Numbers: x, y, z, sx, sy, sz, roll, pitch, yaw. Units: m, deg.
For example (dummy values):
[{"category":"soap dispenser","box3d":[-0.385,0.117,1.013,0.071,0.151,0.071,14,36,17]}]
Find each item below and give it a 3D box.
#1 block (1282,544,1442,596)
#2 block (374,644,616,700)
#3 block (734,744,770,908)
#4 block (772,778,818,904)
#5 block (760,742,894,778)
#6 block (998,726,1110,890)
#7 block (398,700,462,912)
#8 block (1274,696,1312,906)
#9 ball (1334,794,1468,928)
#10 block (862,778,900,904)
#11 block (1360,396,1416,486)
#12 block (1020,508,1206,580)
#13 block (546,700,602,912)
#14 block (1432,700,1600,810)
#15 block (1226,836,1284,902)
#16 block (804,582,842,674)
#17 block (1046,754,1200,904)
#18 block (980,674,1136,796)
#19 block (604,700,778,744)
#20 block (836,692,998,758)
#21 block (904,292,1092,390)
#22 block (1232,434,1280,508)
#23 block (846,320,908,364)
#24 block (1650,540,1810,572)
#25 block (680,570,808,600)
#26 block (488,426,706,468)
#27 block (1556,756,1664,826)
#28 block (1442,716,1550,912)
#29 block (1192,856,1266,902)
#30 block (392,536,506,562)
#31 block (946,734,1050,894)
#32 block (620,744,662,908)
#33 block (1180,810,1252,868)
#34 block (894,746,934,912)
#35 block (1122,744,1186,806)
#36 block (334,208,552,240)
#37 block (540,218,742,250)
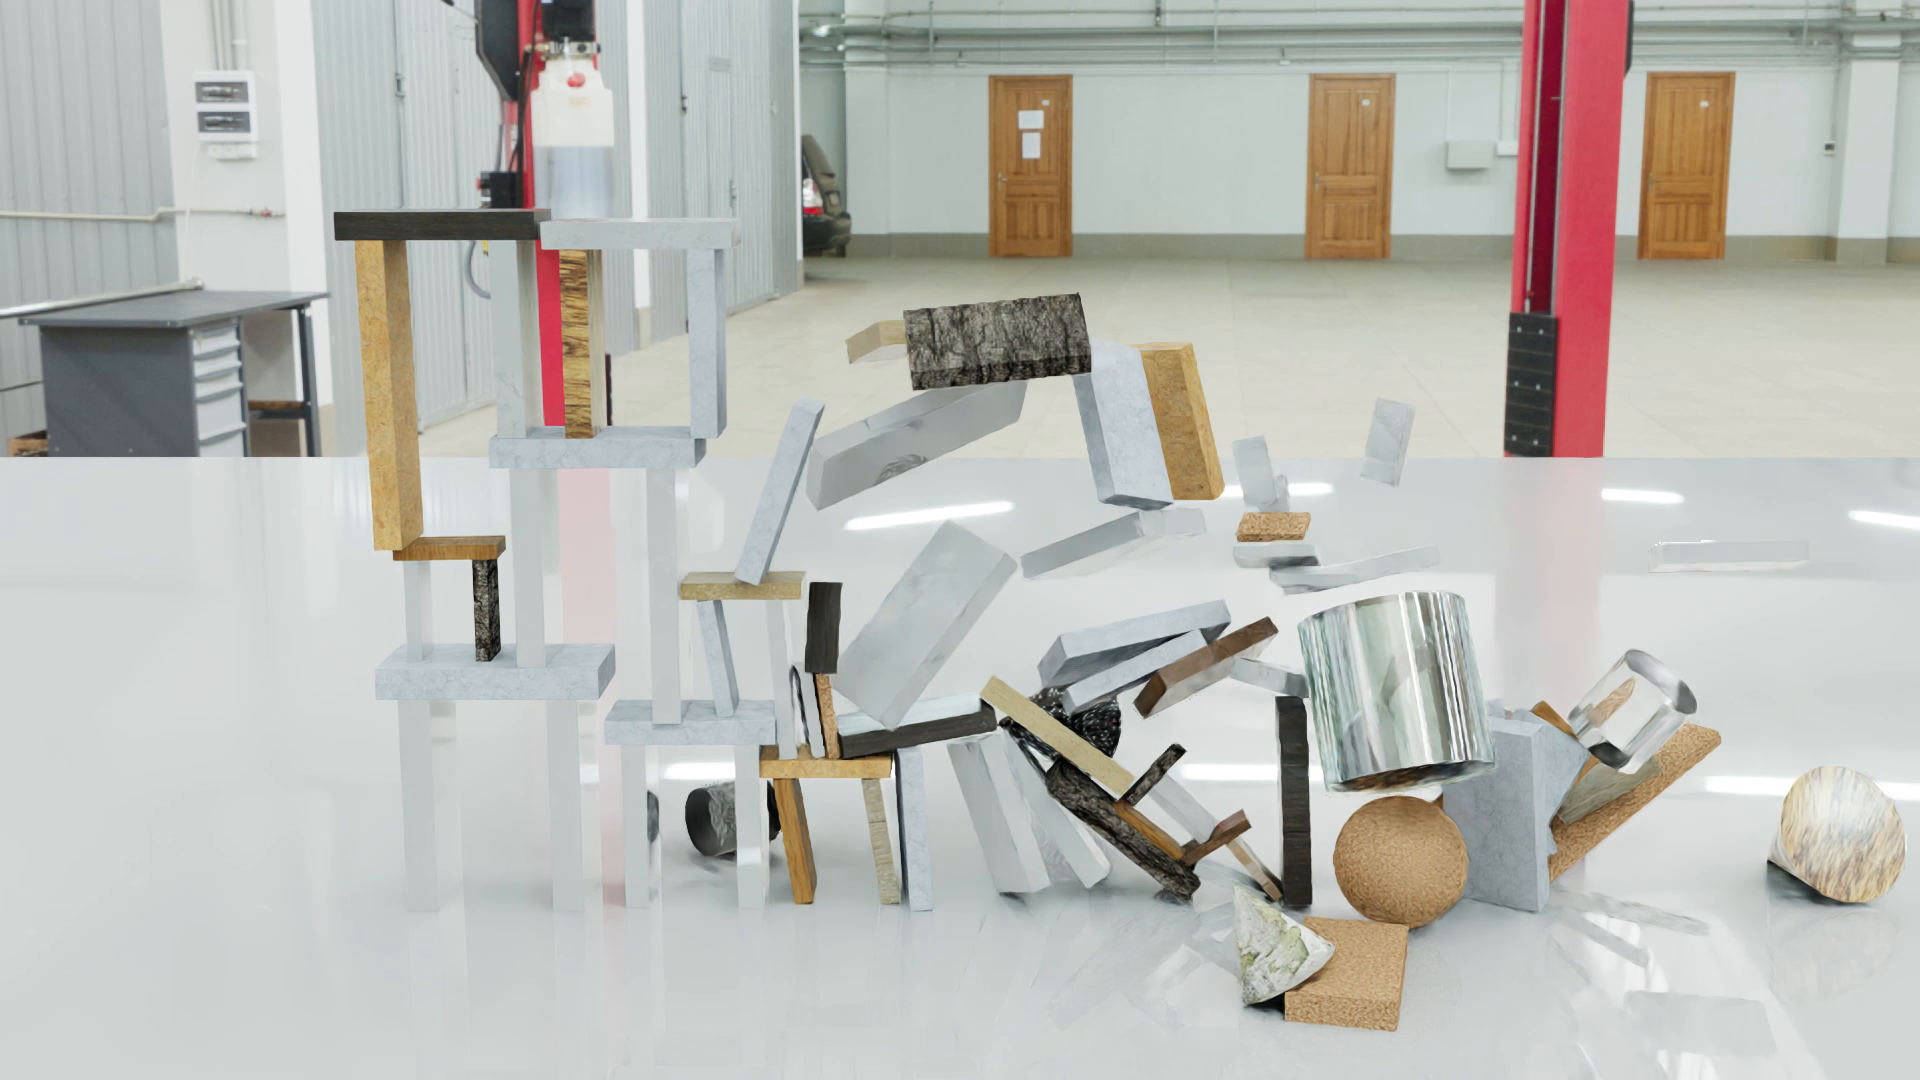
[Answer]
[{"category":"block","box3d":[0.691,0.052,3.798,0.246,0.035,0.123,-12,-1,-13]},{"category":"block","box3d":[-0.756,0.214,3.601,0.356,0.050,0.178,0,11,0]},{"category":"block","box3d":[-0.344,0.454,3.644,0.039,0.276,0.138,-1,11,0]},{"category":"block","box3d":[-0.273,0.484,3.651,0.030,0.213,0.107,-9,10,2]},{"category":"block","box3d":[-0.219,0.363,3.627,0.213,0.030,0.107,0,11,0]},{"category":"block","box3d":[0.149,0.444,3.683,0.041,0.290,0.145,-35,-5,4]},{"category":"block","box3d":[-0.875,0.414,3.638,0.050,0.356,0.178,0,11,0]},{"category":"block","box3d":[0.552,0.428,3.642,0.045,0.316,0.158,-2,6,6]},{"category":"ball","box3d":[0.703,0.513,3.507,0.211,0.211,0.211,0,11,0]},{"category":"block","box3d":[-0.131,0.484,3.650,0.030,0.213,0.107,-9,11,1]},{"category":"block","box3d":[0.712,-0.164,3.660,0.019,0.136,0.068,3,12,-44]},{"category":"block","box3d":[0.266,0.008,3.849,0.155,0.044,0.310,-3,-13,-41]},{"category":"block","box3d":[-0.637,0.414,3.638,0.050,0.356,0.178,0,11,0]},{"category":"block","box3d":[0.950,0.419,3.779,0.138,0.275,0.039,47,7,8]},{"category":"block","box3d":[0.488,0.539,3.653,0.018,0.126,0.063,-40,5,11]},{"category":"block","box3d":[-0.219,0.140,3.524,0.021,0.146,0.073,5,-3,-31]},{"category":"block","box3d":[0.270,0.479,3.660,0.290,0.041,0.145,39,6,-4]},{"category":"block","box3d":[0.163,0.330,3.715,0.290,0.041,0.145,36,-3,4]},{"category":"block","box3d":[-0.436,0.299,3.615,0.276,0.039,0.138,0,11,0]},{"category":"block","box3d":[-0.083,0.306,3.655,0.261,0.037,0.131,-9,12,-15]},{"category":"block","box3d":[0.059,-0.320,3.540,0.288,0.041,0.144,-6,49,-2]},{"category":"block","box3d":[0.498,-0.116,3.707,0.057,0.113,0.016,-13,-3,12]},{"category":"block","box3d":[-0.031,-0.347,3.740,0.292,0.041,0.146,-8,-4,-26]},{"category":"block","box3d":[1.442,0.031,4.129,0.262,0.037,0.131,-1,-7,7]},{"category":"block","box3d":[-0.349,0.074,3.572,0.194,0.027,0.097,0,10,2]},{"category":"block","box3d":[-0.578,-0.150,3.529,0.323,0.046,0.162,0,11,0]},{"category":"block","box3d":[1.116,0.421,3.829,0.191,0.027,0.095,-30,18,2]},{"category":"block","box3d":[0.870,0.442,3.581,0.158,0.316,0.045,7,24,36]},{"category":"block","box3d":[0.445,0.560,3.649,0.126,0.018,0.063,23,11,-1]},{"category":"block","box3d":[-0.827,0.013,3.566,0.166,0.024,0.083,-1,11,-2]},{"category":"block","box3d":[0.062,0.451,3.624,0.037,0.261,0.131,-20,1,-26]},{"category":"block","box3d":[-0.527,0.454,3.644,0.039,0.276,0.138,0,11,0]},{"category":"block","box3d":[0.423,0.494,3.650,0.126,0.018,0.063,-33,6,6]},{"category":"block","box3d":[-0.078,0.465,3.624,0.037,0.261,0.131,-5,11,-7]},{"category":"block","box3d":[0.322,0.389,3.651,0.125,0.018,0.063,-46,0,-6]},{"category":"block","box3d":[-0.812,-0.499,3.471,0.309,0.044,0.154,0,11,0]},{"category":"block","box3d":[-0.500,-0.484,3.468,0.295,0.042,0.148,0,11,0]}]
